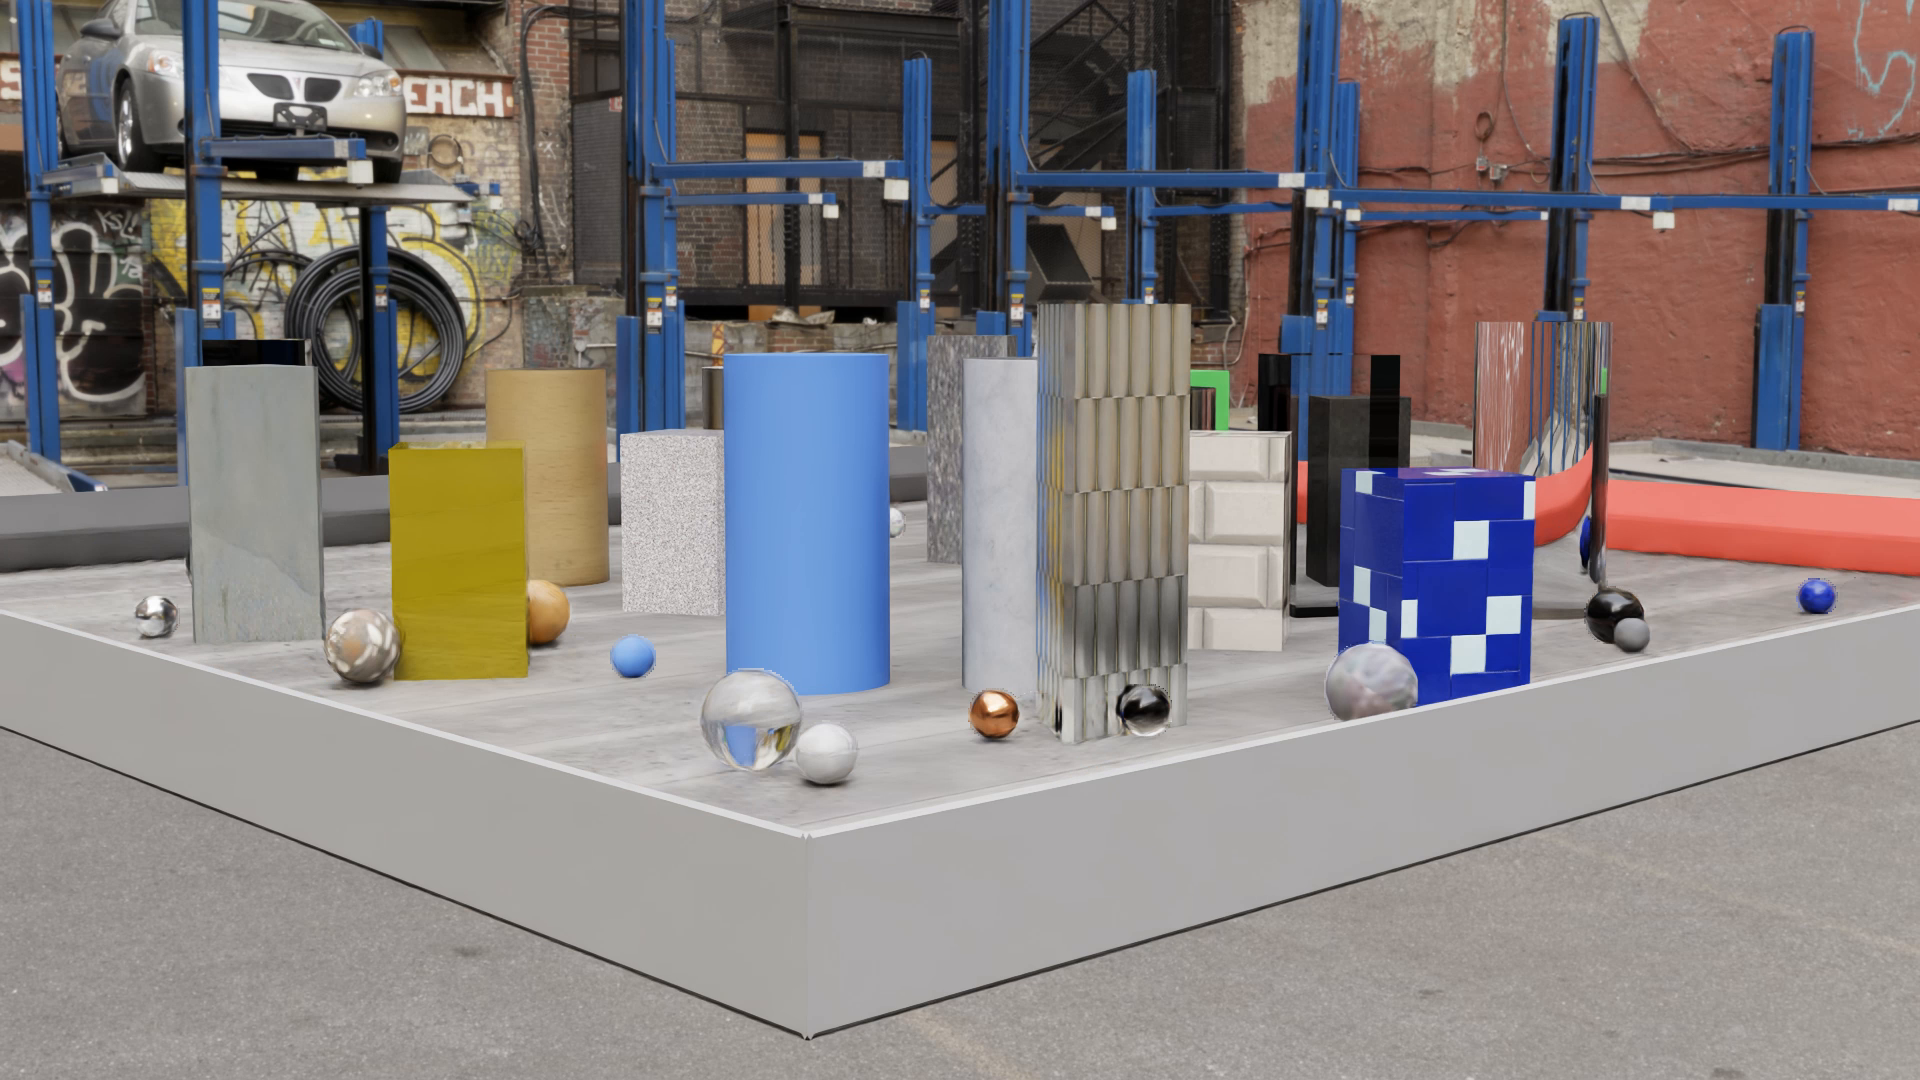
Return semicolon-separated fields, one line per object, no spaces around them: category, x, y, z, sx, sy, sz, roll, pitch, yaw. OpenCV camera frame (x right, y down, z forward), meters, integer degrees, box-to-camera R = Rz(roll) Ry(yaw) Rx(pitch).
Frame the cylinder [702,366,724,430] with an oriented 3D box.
cylinder;-0.321;-0.106;3.594;0.196;0.352;0.196;0;6;0

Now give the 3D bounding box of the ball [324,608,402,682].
ball;-0.708;0.125;2.608;0.088;0.088;0.088;0;6;0

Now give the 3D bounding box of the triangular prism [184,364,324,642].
triangular prism;-0.956;-0.054;3.018;0.170;0.369;0.147;-1;6;-9

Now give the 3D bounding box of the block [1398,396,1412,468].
block;0.651;-0.089;3.665;0.157;0.303;0.157;0;6;-3

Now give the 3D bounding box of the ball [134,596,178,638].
ball;-1.096;0.105;2.999;0.057;0.057;0.057;0;6;0

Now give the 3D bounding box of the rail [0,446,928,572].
rail;-0.941;-0.073;4.346;2.858;0.127;0.045;-5;8;-42

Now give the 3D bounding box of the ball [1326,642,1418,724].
ball;0.434;0.156;2.317;0.096;0.096;0.096;0;6;0

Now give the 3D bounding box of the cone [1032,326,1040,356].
cone;0.110;-0.085;2.929;0.196;0.448;0.196;0;6;0

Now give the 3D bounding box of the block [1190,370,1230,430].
block;0.376;-0.140;3.996;0.157;0.335;0.157;-4;7;-35

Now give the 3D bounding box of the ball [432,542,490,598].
ball;-0.772;0.047;3.399;0.088;0.088;0.088;0;6;0

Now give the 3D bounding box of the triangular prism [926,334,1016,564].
triangular prism;0.054;-0.162;3.894;0.170;0.400;0.147;5;8;37

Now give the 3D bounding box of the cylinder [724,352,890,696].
cylinder;-0.182;-0.025;2.628;0.196;0.392;0.196;0;6;0

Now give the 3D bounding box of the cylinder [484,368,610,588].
cylinder;-0.678;-0.106;3.614;0.196;0.349;0.196;0;6;0

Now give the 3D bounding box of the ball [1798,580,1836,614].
ball;1.259;0.084;3.230;0.050;0.050;0.050;0;6;0

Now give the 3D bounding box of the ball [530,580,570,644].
ball;-0.564;0.096;2.934;0.087;0.087;0.087;0;6;0

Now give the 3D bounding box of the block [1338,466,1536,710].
block;0.531;0.056;2.465;0.157;0.264;0.157;-2;6;-15

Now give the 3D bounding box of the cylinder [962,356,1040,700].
cylinder;0.101;-0.020;2.595;0.196;0.388;0.196;0;6;0

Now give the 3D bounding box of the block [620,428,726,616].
block;-0.399;-0.030;3.296;0.157;0.262;0.157;2;6;20

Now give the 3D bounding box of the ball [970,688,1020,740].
ball;0.036;0.181;2.283;0.053;0.053;0.053;0;6;0

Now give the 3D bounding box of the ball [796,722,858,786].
ball;-0.126;0.201;2.068;0.058;0.058;0.058;0;6;0

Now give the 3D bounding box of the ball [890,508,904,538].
ball;-0.140;-0.033;4.286;0.063;0.063;0.063;0;6;0

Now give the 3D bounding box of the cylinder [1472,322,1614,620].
cylinder;0.856;-0.108;3.247;0.196;0.427;0.196;0;6;0

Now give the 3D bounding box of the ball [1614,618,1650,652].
ball;0.875;0.124;2.864;0.046;0.046;0.046;0;6;0

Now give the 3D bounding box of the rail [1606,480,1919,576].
rail;1.033;-0.066;4.280;0.045;0.127;2.822;-5;8;-42

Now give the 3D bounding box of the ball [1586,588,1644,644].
ball;0.875;0.102;2.936;0.075;0.075;0.075;0;6;0

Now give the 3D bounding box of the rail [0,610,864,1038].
rail;-1.033;0.132;2.384;0.045;0.127;2.822;-5;8;-42

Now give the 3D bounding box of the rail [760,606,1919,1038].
rail;0.941;0.139;2.318;2.858;0.127;0.045;-5;8;-42

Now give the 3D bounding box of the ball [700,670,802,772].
ball;-0.202;0.175;2.130;0.098;0.098;0.098;0;6;0

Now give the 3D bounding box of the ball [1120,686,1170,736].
ball;0.193;0.178;2.288;0.051;0.051;0.051;0;6;0

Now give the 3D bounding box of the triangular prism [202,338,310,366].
triangular prism;-1.018;-0.101;3.314;0.170;0.401;0.147;2;6;17

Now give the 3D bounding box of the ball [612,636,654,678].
ball;-0.397;0.143;2.667;0.050;0.050;0.050;0;6;0

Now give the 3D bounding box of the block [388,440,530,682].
block;-0.616;0.022;2.722;0.157;0.279;0.157;-1;6;-9

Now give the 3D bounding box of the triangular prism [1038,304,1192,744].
triangular prism;0.132;-0.026;2.352;0.170;0.451;0.147;-5;8;-38

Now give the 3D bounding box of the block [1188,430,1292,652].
block;0.360;-0.003;2.956;0.157;0.280;0.157;1;6;12

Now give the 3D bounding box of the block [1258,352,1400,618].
block;0.543;-0.085;3.264;0.157;0.380;0.157;-2;6;-14

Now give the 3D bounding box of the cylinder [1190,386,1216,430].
cylinder;0.289;-0.068;3.347;0.196;0.327;0.196;0;6;0

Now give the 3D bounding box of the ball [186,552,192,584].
ball;-1.154;0.041;3.418;0.096;0.096;0.096;0;6;0

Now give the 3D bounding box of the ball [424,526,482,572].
ball;-0.830;0.024;3.601;0.092;0.092;0.092;0;6;0
